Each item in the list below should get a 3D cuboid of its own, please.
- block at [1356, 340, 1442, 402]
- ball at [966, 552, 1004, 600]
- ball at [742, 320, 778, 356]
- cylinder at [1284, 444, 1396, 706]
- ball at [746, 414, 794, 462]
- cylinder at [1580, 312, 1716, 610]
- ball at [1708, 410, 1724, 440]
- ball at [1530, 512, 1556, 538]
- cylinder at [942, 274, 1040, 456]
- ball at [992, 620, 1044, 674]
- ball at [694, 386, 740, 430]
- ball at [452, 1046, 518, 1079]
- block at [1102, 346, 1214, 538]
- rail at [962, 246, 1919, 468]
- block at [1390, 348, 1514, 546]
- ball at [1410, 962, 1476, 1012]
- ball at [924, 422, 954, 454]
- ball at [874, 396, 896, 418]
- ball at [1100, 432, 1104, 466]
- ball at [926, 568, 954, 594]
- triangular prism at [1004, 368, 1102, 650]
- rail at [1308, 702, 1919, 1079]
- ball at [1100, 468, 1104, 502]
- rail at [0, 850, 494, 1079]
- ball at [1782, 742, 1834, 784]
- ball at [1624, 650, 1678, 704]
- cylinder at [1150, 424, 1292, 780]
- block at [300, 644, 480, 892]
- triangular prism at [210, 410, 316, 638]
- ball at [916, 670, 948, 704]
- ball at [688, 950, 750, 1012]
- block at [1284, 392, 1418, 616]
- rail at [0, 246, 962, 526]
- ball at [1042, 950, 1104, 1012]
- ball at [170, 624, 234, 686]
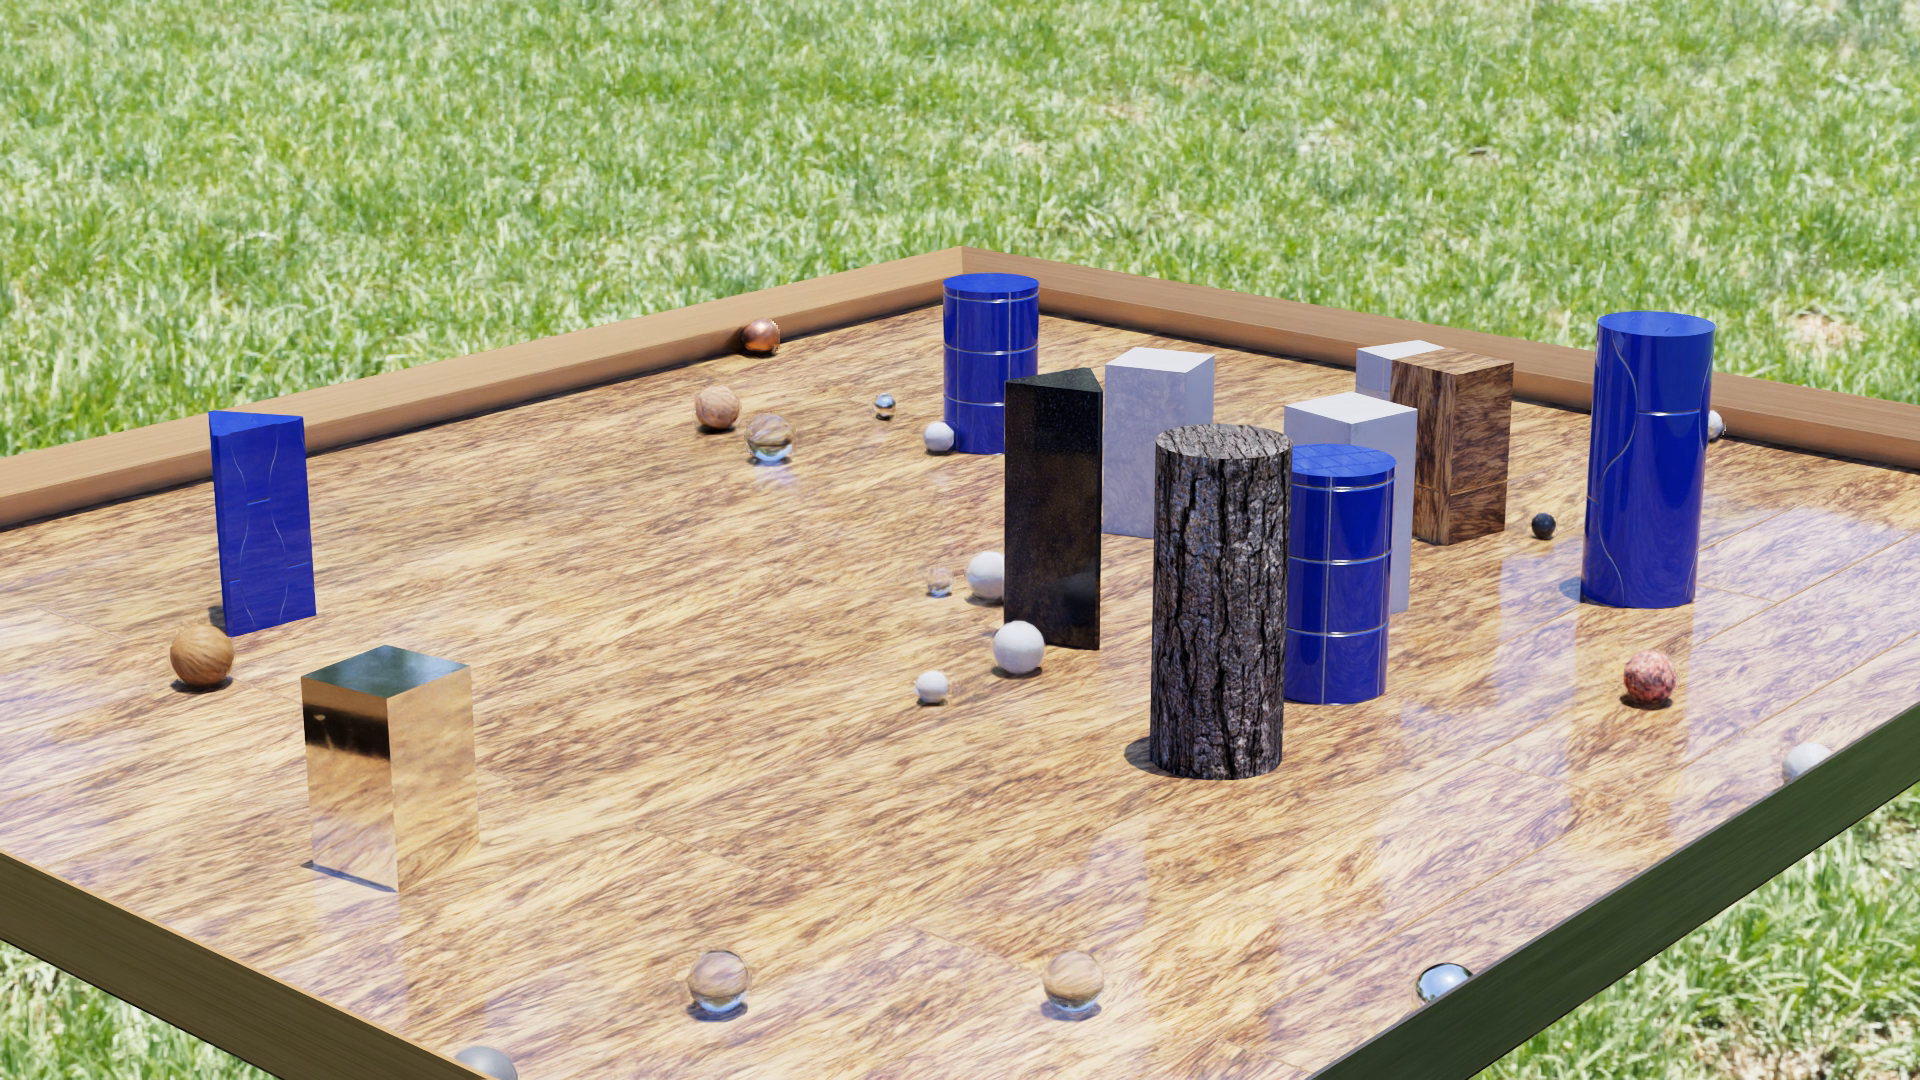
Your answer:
[{"bbox_3d":[0.902,-0.256,5.872,0.158,0.248,0.158,-9,19,-28],"label":"block"},{"bbox_3d":[0.053,0.063,5.097,0.085,0.085,0.085,0,17,0],"label":"ball"},{"bbox_3d":[-0.469,-0.476,6.888,0.084,0.084,0.084,0,17,0],"label":"ball"},{"bbox_3d":[0.582,0.053,4.632,0.198,0.372,0.198,0,17,0],"label":"cylinder"},{"bbox_3d":[-0.387,-0.209,5.977,0.098,0.098,0.098,0,17,0],"label":"ball"},{"bbox_3d":[1.190,-0.139,5.081,0.198,0.482,0.198,0,17,0],"label":"cylinder"},{"bbox_3d":[1.567,-0.242,6.145,0.063,0.063,0.063,0,17,0],"label":"ball"},{"bbox_3d":[1.088,-0.028,5.465,0.046,0.046,0.046,0,17,0],"label":"ball"},{"bbox_3d":[0.064,-0.366,6.077,0.198,0.341,0.198,0,17,0],"label":"cylinder"},{"bbox_3d":[0.095,0.172,4.734,0.085,0.085,0.085,0,17,0],"label":"ball"},{"bbox_3d":[-0.515,-0.280,6.221,0.094,0.094,0.094,0,17,0],"label":"ball"},{"bbox_3d":[-0.537,0.610,3.276,0.088,0.088,0.088,0,17,0],"label":"ball"},{"bbox_3d":[0.372,-0.181,5.493,0.158,0.323,0.158,7,18,23],"label":"block"},{"bbox_3d":[1.228,-0.376,6.475,3.288,0.129,0.045,14,22,39],"label":"rail"},{"bbox_3d":[0.912,-0.176,5.475,0.158,0.325,0.158,-13,21,-37],"label":"block"},{"bbox_3d":[0.580,0.546,3.490,0.087,0.087,0.087,0,17,0],"label":"ball"},{"bbox_3d":[-0.043,-0.211,6.044,0.063,0.063,0.063,0,17,0],"label":"ball"},{"bbox_3d":[-0.161,-0.288,6.326,0.049,0.049,0.049,0,17,0],"label":"ball"},{"bbox_3d":[0.284,-0.183,5.940,0.069,0.069,0.069,0,17,0],"label":"ball"},{"bbox_3d":[-0.036,0.073,5.131,0.047,0.047,0.047,0,17,0],"label":"ball"},{"bbox_3d":[0.181,-0.058,4.883,0.171,0.440,0.148,8,18,24],"label":"triangular prism"},{"bbox_3d":[1.223,0.339,4.103,0.045,0.129,3.795,14,22,39],"label":"rail"},{"bbox_3d":[0.251,-0.106,5.670,0.077,0.077,0.077,0,17,0],"label":"ball"},{"bbox_3d":[-1.228,0.440,3.765,3.288,0.129,0.045,14,22,39],"label":"rail"},{"bbox_3d":[1.222,0.331,4.214,0.080,0.080,0.080,0,17,0],"label":"ball"},{"bbox_3d":[1.083,0.214,4.599,0.083,0.083,0.083,0,17,0],"label":"ball"},{"bbox_3d":[0.382,0.090,4.310,0.198,0.487,0.198,0,17,0],"label":"cylinder"},{"bbox_3d":[-0.768,0.306,3.962,0.158,0.274,0.158,11,20,32],"label":"block"},{"bbox_3d":[-1.216,-0.037,4.970,0.148,0.349,0.171,16,23,42],"label":"triangular prism"},{"bbox_3d":[-0.043,0.230,4.600,0.051,0.051,0.051,0,17,0],"label":"ball"},{"bbox_3d":[-0.292,0.534,3.551,0.076,0.076,0.076,0,17,0],"label":"ball"},{"bbox_3d":[0.661,-0.054,5.012,0.158,0.357,0.158,-13,21,-36],"label":"block"},{"bbox_3d":[-1.223,-0.274,6.137,0.045,0.129,3.795,14,22,39],"label":"rail"},{"bbox_3d":[0.137,0.534,3.552,0.075,0.075,0.075,0,17,0],"label":"ball"},{"bbox_3d":[-1.209,0.183,4.675,0.099,0.099,0.099,0,17,0],"label":"ball"}]
